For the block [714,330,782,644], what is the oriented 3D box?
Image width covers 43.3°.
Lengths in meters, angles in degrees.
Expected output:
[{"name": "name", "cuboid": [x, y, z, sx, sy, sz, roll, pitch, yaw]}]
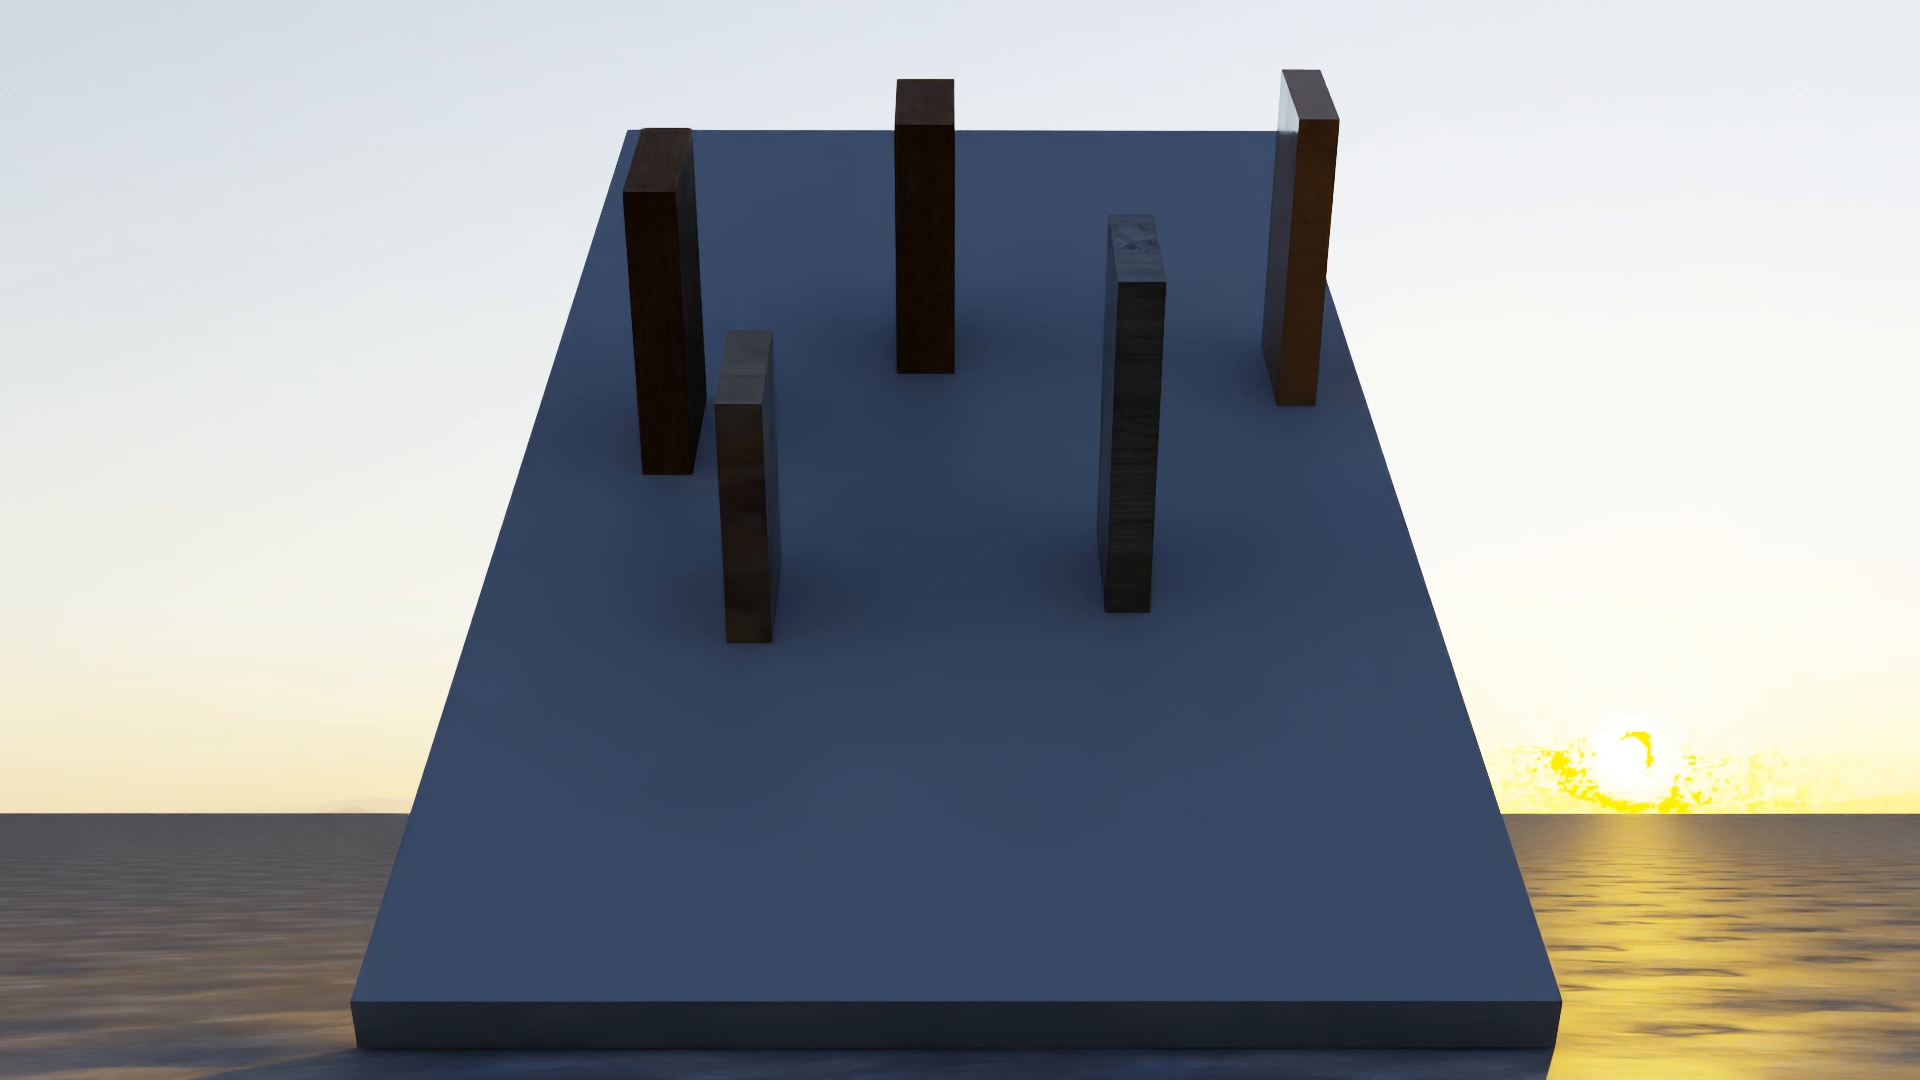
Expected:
[{"name": "block", "cuboid": [-0.428, -0.108, 4.934, 0.091, 0.546, 0.327, 0, 30, 0]}]

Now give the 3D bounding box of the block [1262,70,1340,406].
[{"name": "block", "cuboid": [0.812, -0.723, 5.810, 0.093, 0.729, 0.337, 0, 30, 0]}]

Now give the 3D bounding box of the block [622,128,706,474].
[{"name": "block", "cuboid": [-0.669, -0.546, 5.535, 0.114, 0.692, 0.387, 0, 30, 0]}]

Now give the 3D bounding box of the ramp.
[{"name": "ramp", "cuboid": [-0.013, -0.207, 5.743, 2.000, 0.100, 4.000, 0, 30, 0]}]

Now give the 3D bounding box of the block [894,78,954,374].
[{"name": "block", "cuboid": [-0.085, -0.772, 5.966, 0.142, 0.649, 0.316, 0, 30, 0]}]

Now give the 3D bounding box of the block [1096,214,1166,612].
[{"name": "block", "cuboid": [0.349, -0.256, 4.990, 0.093, 0.750, 0.332, 0, 30, 0]}]
